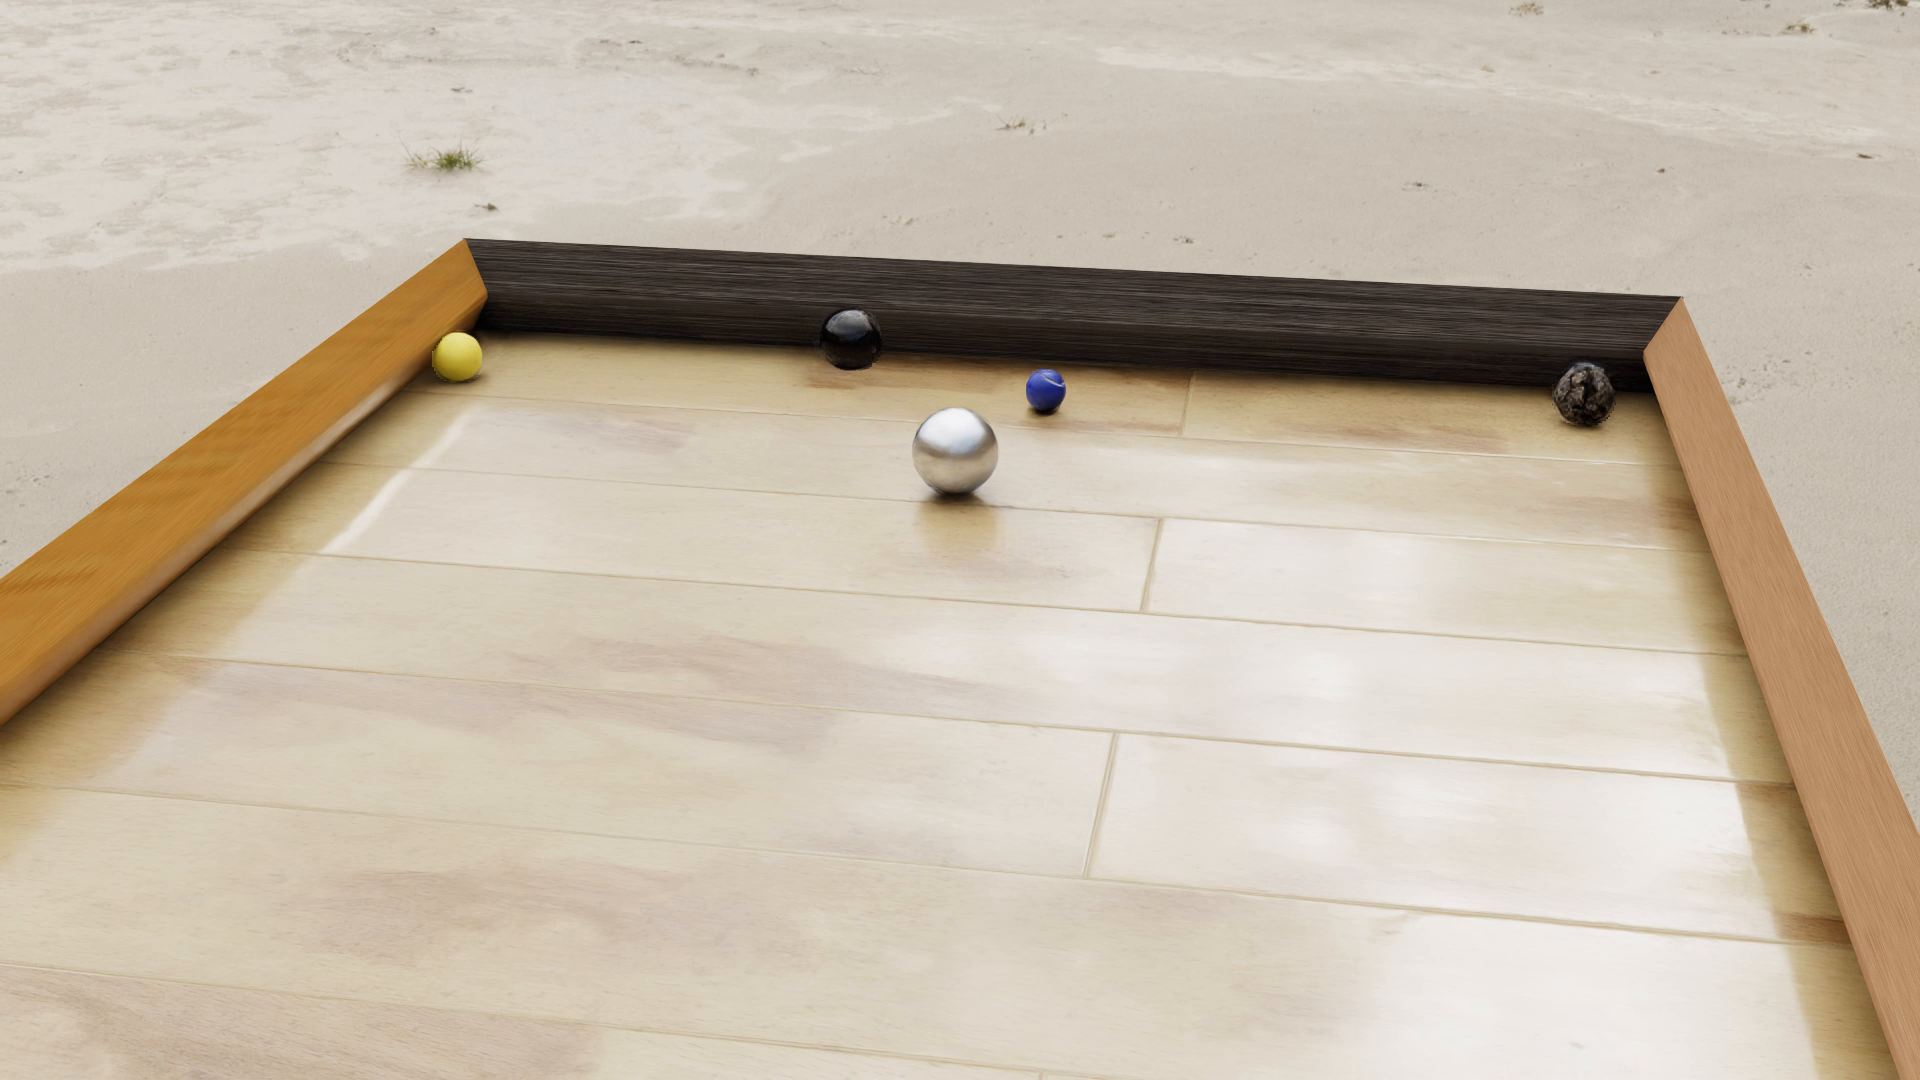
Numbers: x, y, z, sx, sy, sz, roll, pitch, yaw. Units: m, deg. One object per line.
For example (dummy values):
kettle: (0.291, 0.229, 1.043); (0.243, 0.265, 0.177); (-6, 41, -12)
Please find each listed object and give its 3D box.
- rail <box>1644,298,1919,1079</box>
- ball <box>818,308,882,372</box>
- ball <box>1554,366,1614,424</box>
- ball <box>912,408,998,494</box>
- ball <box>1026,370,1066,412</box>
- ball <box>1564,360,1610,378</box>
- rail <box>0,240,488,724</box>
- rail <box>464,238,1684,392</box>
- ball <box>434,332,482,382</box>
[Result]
rail: (0.654, 0.298, 1.538); (0.045, 0.128, 2.761); (4, 24, 9)
ball: (-0.143, -0.262, 2.876); (0.083, 0.083, 0.083); (0, 24, 0)
ball: (0.765, -0.177, 2.696); (0.071, 0.071, 0.071); (0, 24, 0)
ball: (-0.005, -0.100, 2.486); (0.098, 0.098, 0.098); (0, 24, 0)
ball: (0.107, -0.186, 2.742); (0.051, 0.051, 0.051); (0, 24, 0)
ball: (0.786, -0.198, 2.759); (0.058, 0.058, 0.058); (0, 24, 0)
rail: (-0.883, 0.194, 1.775); (0.045, 0.128, 2.761); (4, 24, 9)
rail: (0.111, -0.291, 2.882); (1.606, 0.128, 0.045); (4, 24, 9)
ball: (-0.649, -0.237, 2.842); (0.063, 0.063, 0.063); (0, 24, 0)
